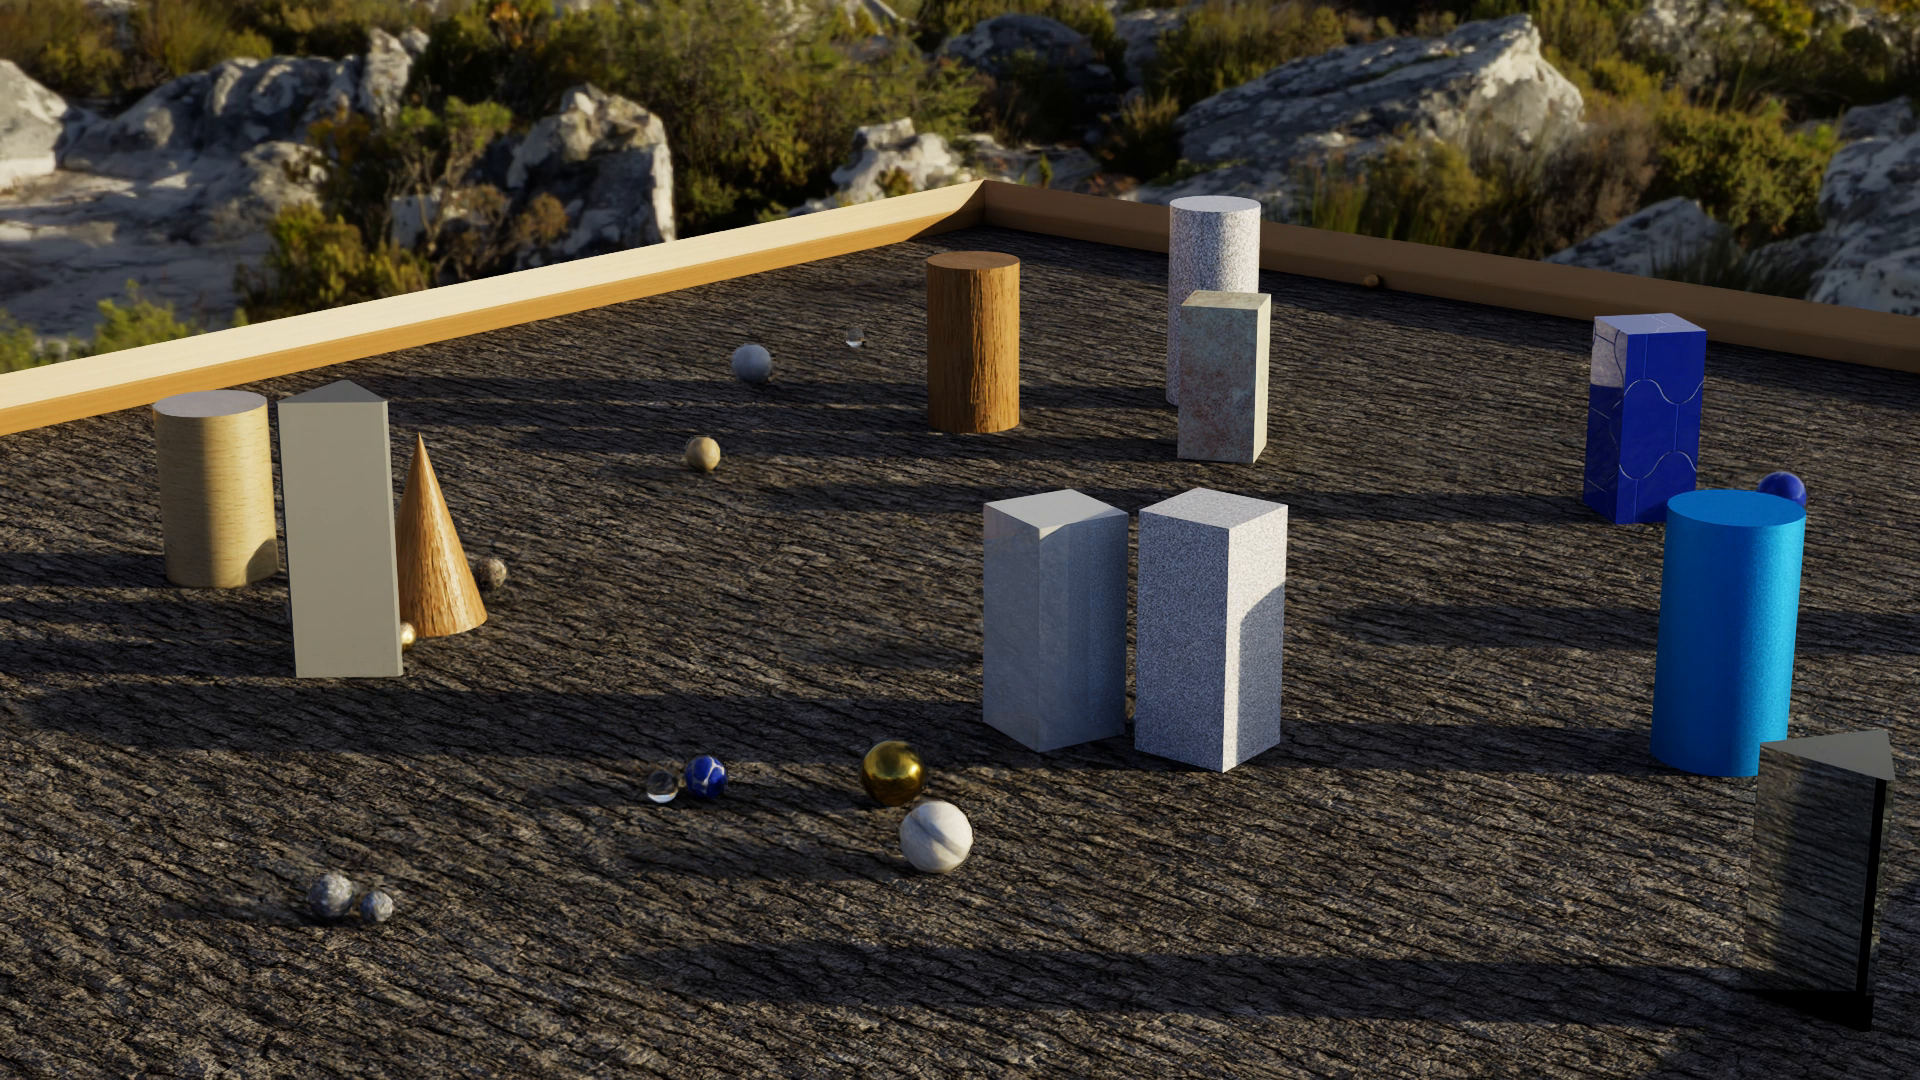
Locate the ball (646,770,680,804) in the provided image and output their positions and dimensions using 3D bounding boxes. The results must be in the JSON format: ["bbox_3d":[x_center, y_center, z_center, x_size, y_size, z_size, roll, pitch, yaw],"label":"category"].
[{"bbox_3d":[-0.426,0.353,4.198,0.047,0.047,0.047,0,17,0],"label":"ball"}]

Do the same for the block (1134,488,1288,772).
[{"bbox_3d":[0.373,0.131,4.367,0.157,0.374,0.157,13,21,36],"label":"block"}]

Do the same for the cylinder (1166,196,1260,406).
[{"bbox_3d":[0.554,-0.521,6.424,0.197,0.436,0.197,0,17,0],"label":"cylinder"}]

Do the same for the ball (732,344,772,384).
[{"bbox_3d":[-0.467,-0.396,6.608,0.090,0.090,0.090,0,17,0],"label":"ball"}]

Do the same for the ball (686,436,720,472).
[{"bbox_3d":[-0.517,-0.173,5.903,0.071,0.071,0.071,0,17,0],"label":"ball"}]

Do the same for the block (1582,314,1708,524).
[{"bbox_3d":[1.302,-0.232,5.585,0.157,0.368,0.157,-3,17,-11],"label":"block"}]

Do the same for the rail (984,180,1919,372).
[{"bbox_3d":[1.746,-0.548,7.046,4.485,0.128,0.045,14,22,39],"label":"rail"}]

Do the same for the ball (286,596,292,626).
[{"bbox_3d":[-1.087,0.115,4.917,0.088,0.088,0.088,0,17,0],"label":"ball"}]

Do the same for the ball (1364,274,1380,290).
[{"bbox_3d":[1.066,-0.669,7.599,0.041,0.041,0.041,0,17,0],"label":"ball"}]

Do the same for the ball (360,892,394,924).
[{"bbox_3d":[-0.755,0.476,3.800,0.042,0.042,0.042,0,17,0],"label":"ball"}]

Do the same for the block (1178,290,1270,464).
[{"bbox_3d":[0.542,-0.336,6.015,0.157,0.319,0.157,4,17,14],"label":"block"}]

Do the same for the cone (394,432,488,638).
[{"bbox_3d":[-0.906,-0.024,4.958,0.197,0.330,0.197,0,17,0],"label":"cone"}]

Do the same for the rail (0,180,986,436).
[{"bbox_3d":[-1.676,-0.388,6.513,0.045,0.128,5.375,14,22,39],"label":"rail"}]

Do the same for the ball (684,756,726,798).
[{"bbox_3d":[-0.366,0.340,4.216,0.061,0.061,0.061,0,17,0],"label":"ball"}]

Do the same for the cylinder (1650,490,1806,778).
[{"bbox_3d":[1.134,0.136,4.337,0.197,0.383,0.197,0,17,0],"label":"cylinder"}]

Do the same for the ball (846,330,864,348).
[{"bbox_3d":[-0.250,-0.480,6.968,0.043,0.043,0.043,0,17,0],"label":"ball"}]

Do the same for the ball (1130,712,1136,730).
[{"bbox_3d":[0.281,0.277,4.458,0.043,0.043,0.043,0,17,0],"label":"ball"}]

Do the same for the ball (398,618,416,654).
[{"bbox_3d":[-0.925,0.159,4.821,0.060,0.060,0.060,0,17,0],"label":"ball"}]

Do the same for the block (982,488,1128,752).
[{"bbox_3d":[0.143,0.120,4.447,0.157,0.350,0.157,-10,19,-30],"label":"block"}]

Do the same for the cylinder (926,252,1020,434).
[{"bbox_3d":[0.028,-0.423,6.243,0.197,0.352,0.197,0,17,0],"label":"cylinder"}]

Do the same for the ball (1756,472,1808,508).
[{"bbox_3d":[1.557,-0.083,5.560,0.096,0.096,0.096,0,17,0],"label":"ball"}]

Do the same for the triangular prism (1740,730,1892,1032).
[{"bbox_3d":[1.073,0.401,3.563,0.170,0.322,0.148,16,23,42],"label":"triangular prism"}]

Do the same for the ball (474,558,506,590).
[{"bbox_3d":[-0.826,0.059,5.159,0.055,0.055,0.055,0,17,0],"label":"ball"}]

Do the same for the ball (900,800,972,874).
[{"bbox_3d":[-0.033,0.400,3.953,0.098,0.098,0.098,0,17,0],"label":"ball"}]

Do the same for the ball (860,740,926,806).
[{"bbox_3d":[-0.095,0.332,4.185,0.094,0.094,0.094,0,17,0],"label":"ball"}]

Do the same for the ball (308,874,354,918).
[{"bbox_3d":[-0.817,0.463,3.814,0.058,0.058,0.058,0,17,0],"label":"ball"}]

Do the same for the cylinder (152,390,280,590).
[{"bbox_3d":[-1.322,-0.091,5.213,0.197,0.312,0.197,0,17,0],"label":"cylinder"}]

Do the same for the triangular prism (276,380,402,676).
[{"bbox_3d":[-0.989,-0.020,4.728,0.170,0.455,0.148,-1,17,-2],"label":"triangular prism"}]
